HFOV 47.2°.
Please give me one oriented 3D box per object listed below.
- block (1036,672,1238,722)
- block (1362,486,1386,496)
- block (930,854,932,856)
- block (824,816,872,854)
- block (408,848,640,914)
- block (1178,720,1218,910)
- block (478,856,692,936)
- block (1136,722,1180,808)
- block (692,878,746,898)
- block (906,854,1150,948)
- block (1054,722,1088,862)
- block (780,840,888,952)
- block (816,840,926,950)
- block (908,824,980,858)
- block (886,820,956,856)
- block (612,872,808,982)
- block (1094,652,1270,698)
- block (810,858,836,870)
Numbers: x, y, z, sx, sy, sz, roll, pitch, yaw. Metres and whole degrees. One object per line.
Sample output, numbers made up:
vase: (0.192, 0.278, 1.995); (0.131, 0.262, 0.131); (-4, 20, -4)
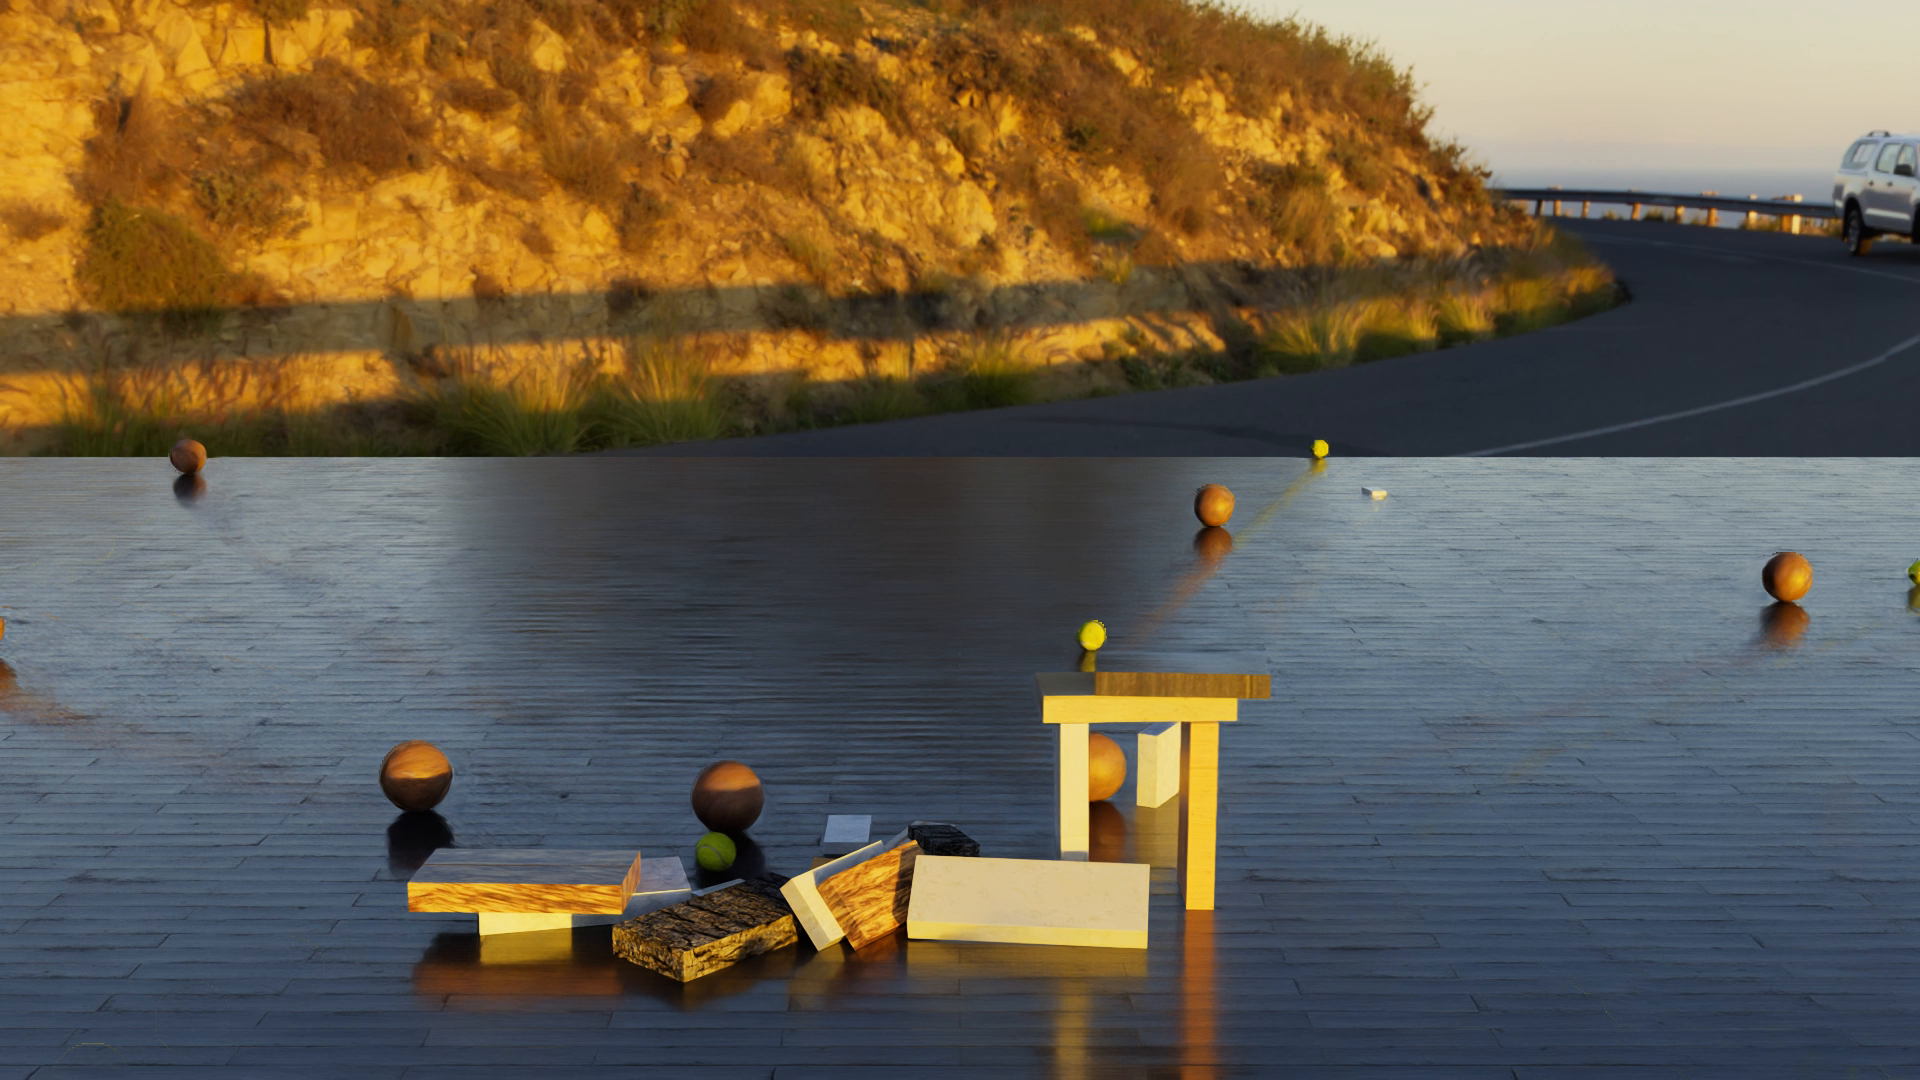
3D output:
block: (0.287, 0.257, 3.622); (0.313, 0.044, 0.157); (0, 11, -3)
block: (1.457, -0.172, 7.735); (0.050, 0.014, 0.101); (-2, 11, -11)
block: (0.035, 0.570, 3.687); (0.230, 0.033, 0.115); (6, 12, 30)
block: (-0.201, 0.528, 3.944); (0.078, 0.022, 0.156); (0, 11, 0)
block: (-0.693, 0.545, 3.521); (0.336, 0.048, 0.168); (0, 11, 2)
block: (0.393, 0.436, 3.642); (0.044, 0.313, 0.157); (0, 11, 0)
block: (-0.617, 0.580, 3.595); (0.336, 0.048, 0.168); (-3, 11, -14)
block: (0.414, 0.411, 4.252); (0.040, 0.140, 0.280); (5, 12, 26)
block: (-0.391, 0.586, 3.651); (0.101, 0.014, 0.050); (-10, 14, -42)
block: (0.110, 0.571, 3.481); (0.374, 0.040, 0.140); (2, 39, 5)
block: (0.184, 0.435, 3.643); (0.044, 0.313, 0.157); (-1, 11, -1)
block: (-0.175, 0.565, 3.507); (0.033, 0.115, 0.230); (-43, -17, 33)
block: (-0.118, 0.565, 3.511); (0.033, 0.115, 0.230); (-43, -16, 33)
block: (-0.029, 0.522, 3.812); (0.078, 0.022, 0.156); (2, 5, -20)
block: (-0.091, 0.545, 3.849); (0.078, 0.022, 0.276); (4, 11, 20)
block: (-0.361, 0.605, 3.459); (0.168, 0.048, 0.336); (9, 14, 42)
block: (0.361, 0.220, 3.592); (0.280, 0.040, 0.140); (1, 11, 4)
block: (-0.204, 0.563, 3.715); (0.101, 0.014, 0.050); (3, 39, 14)
